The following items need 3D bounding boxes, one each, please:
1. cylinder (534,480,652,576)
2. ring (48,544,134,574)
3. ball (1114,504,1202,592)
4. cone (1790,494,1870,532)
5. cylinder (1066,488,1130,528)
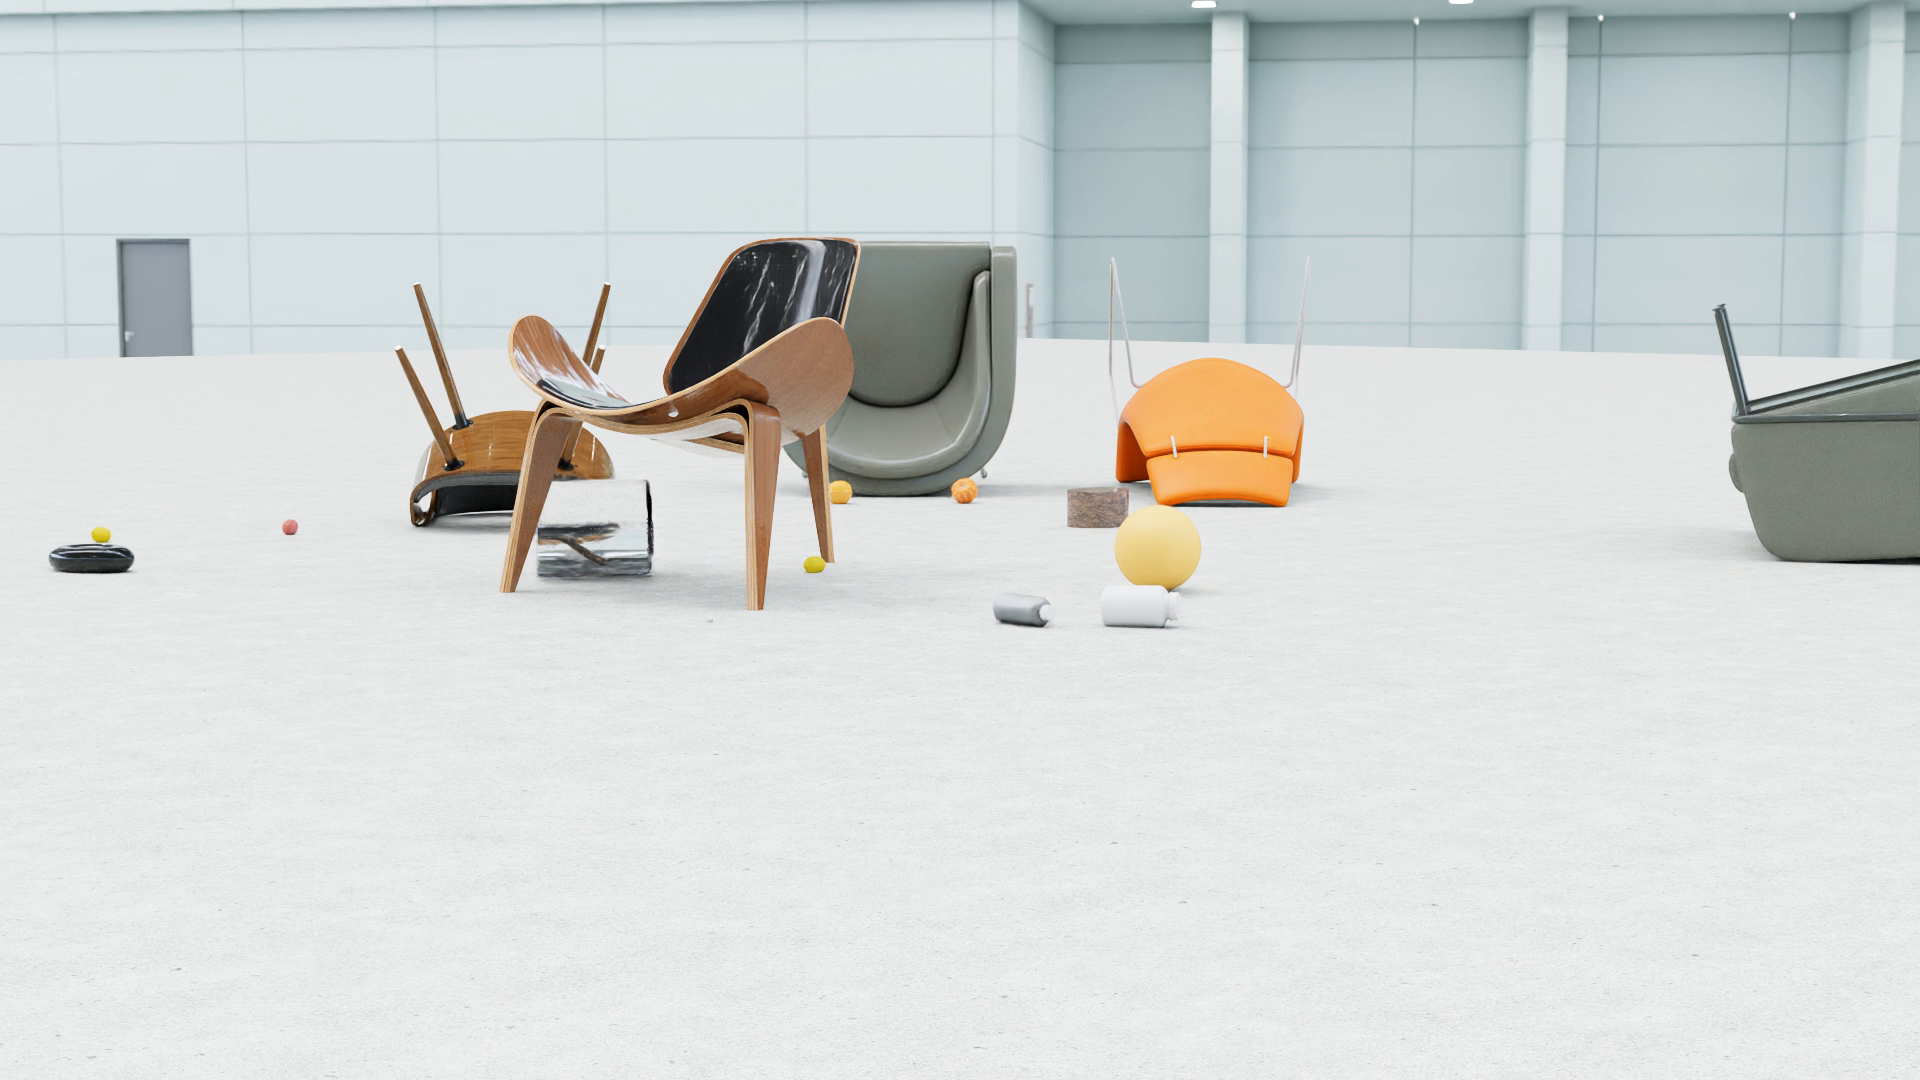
[{"bbox_3d":[-0.813,-0.028,5.678,0.247,0.206,0.258,-1,11,-11],"label":"cylinder"},{"bbox_3d":[-1.943,0.041,5.739,0.217,0.056,0.125,1,7,21],"label":"ring"},{"bbox_3d":[0.413,0.018,5.355,0.182,0.182,0.182,0,6,0],"label":"ball"},{"bbox_3d":[2.241,-0.048,6.652,0.206,0.096,0.144,5,26,29],"label":"cone"},{"bbox_3d":[0.365,-0.086,6.785,0.148,0.094,0.186,5,8,42],"label":"cylinder"}]
